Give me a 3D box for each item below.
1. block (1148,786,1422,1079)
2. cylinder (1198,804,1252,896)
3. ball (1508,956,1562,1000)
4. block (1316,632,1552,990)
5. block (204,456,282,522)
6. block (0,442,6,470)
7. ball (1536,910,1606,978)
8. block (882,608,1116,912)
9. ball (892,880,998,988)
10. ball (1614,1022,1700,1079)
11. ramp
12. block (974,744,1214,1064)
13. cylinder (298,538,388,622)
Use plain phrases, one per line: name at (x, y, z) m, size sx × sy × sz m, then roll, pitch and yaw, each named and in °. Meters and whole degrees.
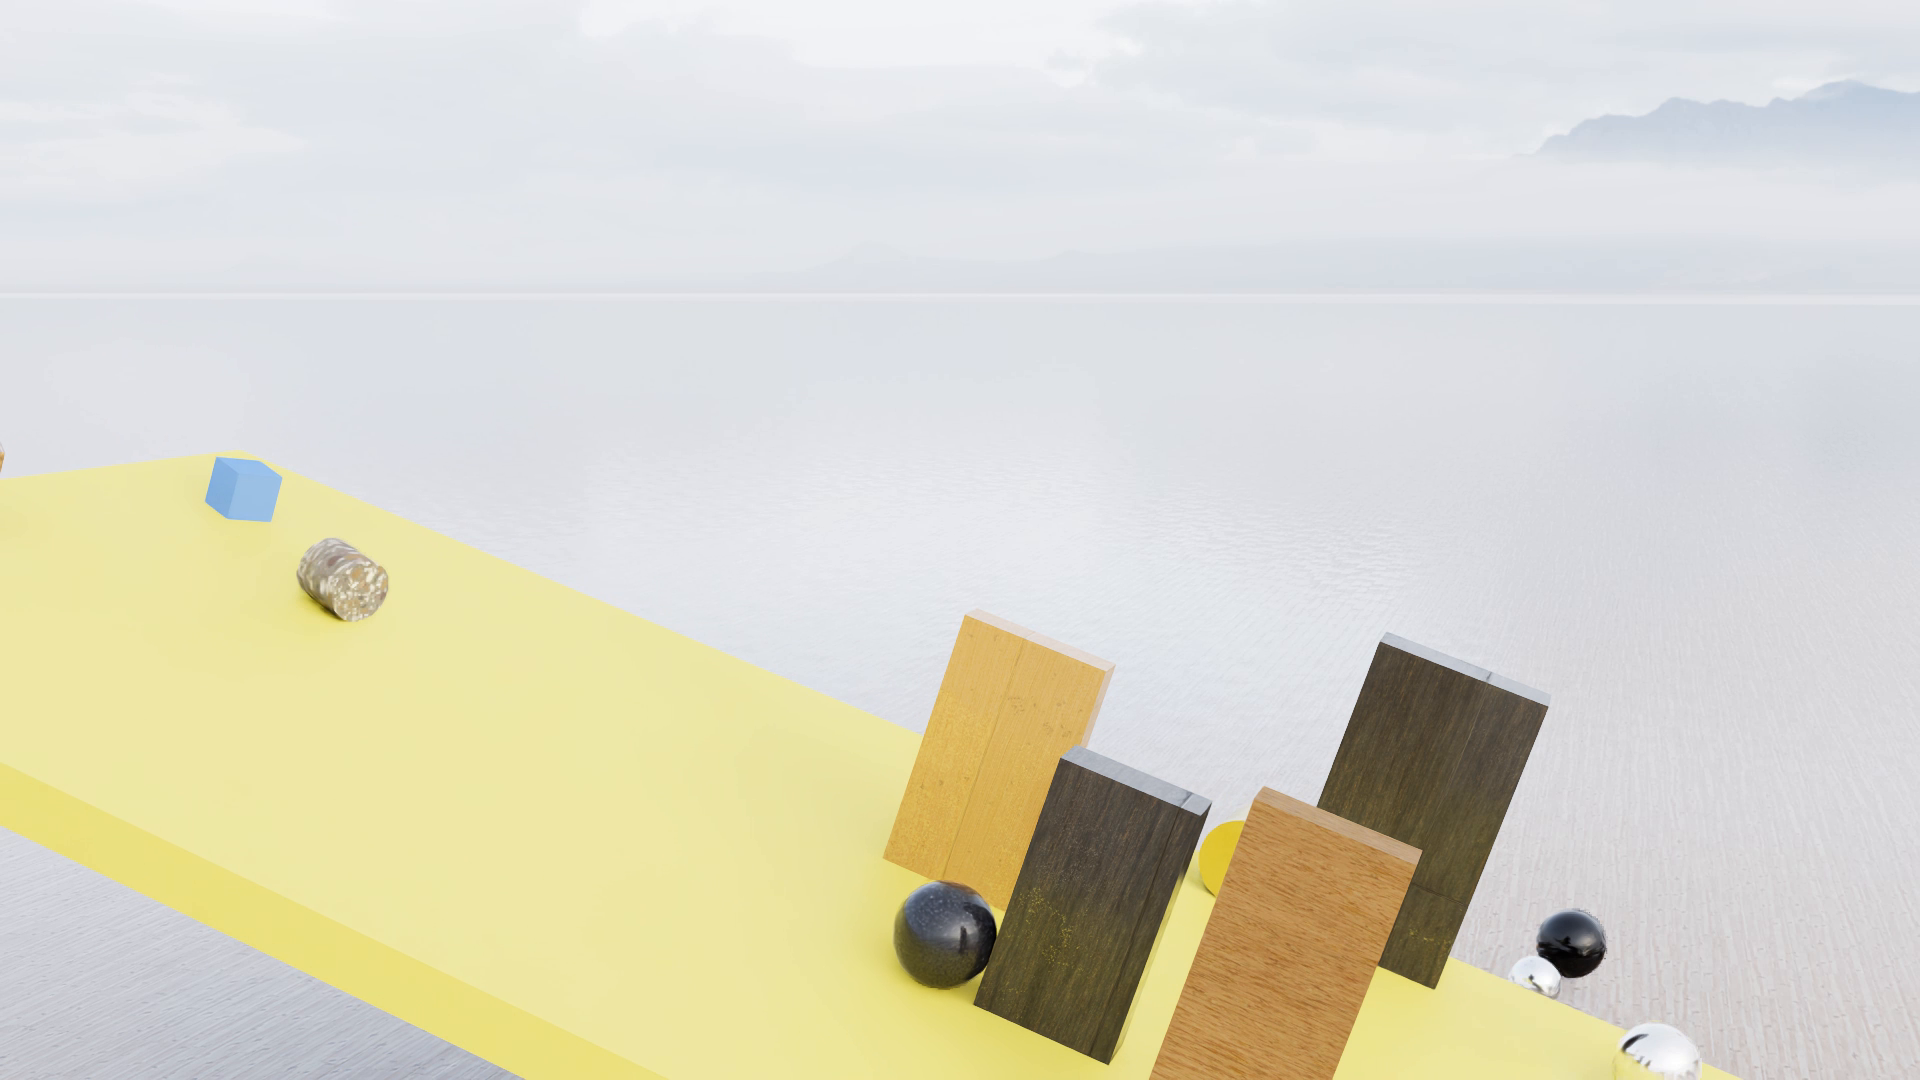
block at (0.449, 0.716, 3.262) m, size 0.248 × 0.651 × 0.086 m, roll 21°, pitch 12°, yaw 14°
cylinder at (0.636, 0.685, 4.795) m, size 0.189 × 0.189 × 0.189 m, roll 3°, pitch 6°, yaw 21°
ball at (1.451, 1.117, 5.553) m, size 0.131 × 0.131 × 0.131 m, roll 0°, pitch 7°, yaw 0°
block at (0.955, 0.571, 4.662) m, size 0.364 × 0.654 × 0.135 m, roll 21°, pitch 12°, yaw 14°
block at (-1.666, -0.117, 5.115) m, size 0.112 × 0.112 × 0.112 m, roll 29°, pitch 16°, yaw 40°
block at (-2.056, -0.134, 4.439) m, size 0.182 × 0.182 × 0.182 m, roll 10°, pitch 14°, yaw -34°
ball at (1.611, 1.065, 5.797) m, size 0.178 × 0.178 × 0.178 m, roll 0°, pitch 7°, yaw 0°
block at (0.074, 0.433, 4.278) m, size 0.295 × 0.522 × 0.084 m, roll 21°, pitch 12°, yaw 14°
ball at (-0.027, 0.683, 3.820) m, size 0.184 × 0.184 × 0.184 m, roll 0°, pitch 7°, yaw 0°
ball at (1.385, 1.043, 4.372) m, size 0.165 × 0.165 × 0.165 m, roll 0°, pitch 7°, yaw 0°
ramp at (-0.345, 0.641, 4.218) m, size 4.000 × 0.100 × 2.000 m, roll 21°, pitch 12°, yaw 14°
block at (0.227, 0.624, 3.773) m, size 0.255 × 0.471 × 0.109 m, roll 21°, pitch 12°, yaw 14°
cylinder at (-1.314, 0.084, 4.683) m, size 0.137 × 0.137 × 0.137 m, roll 27°, pitch 22°, yaw 36°
